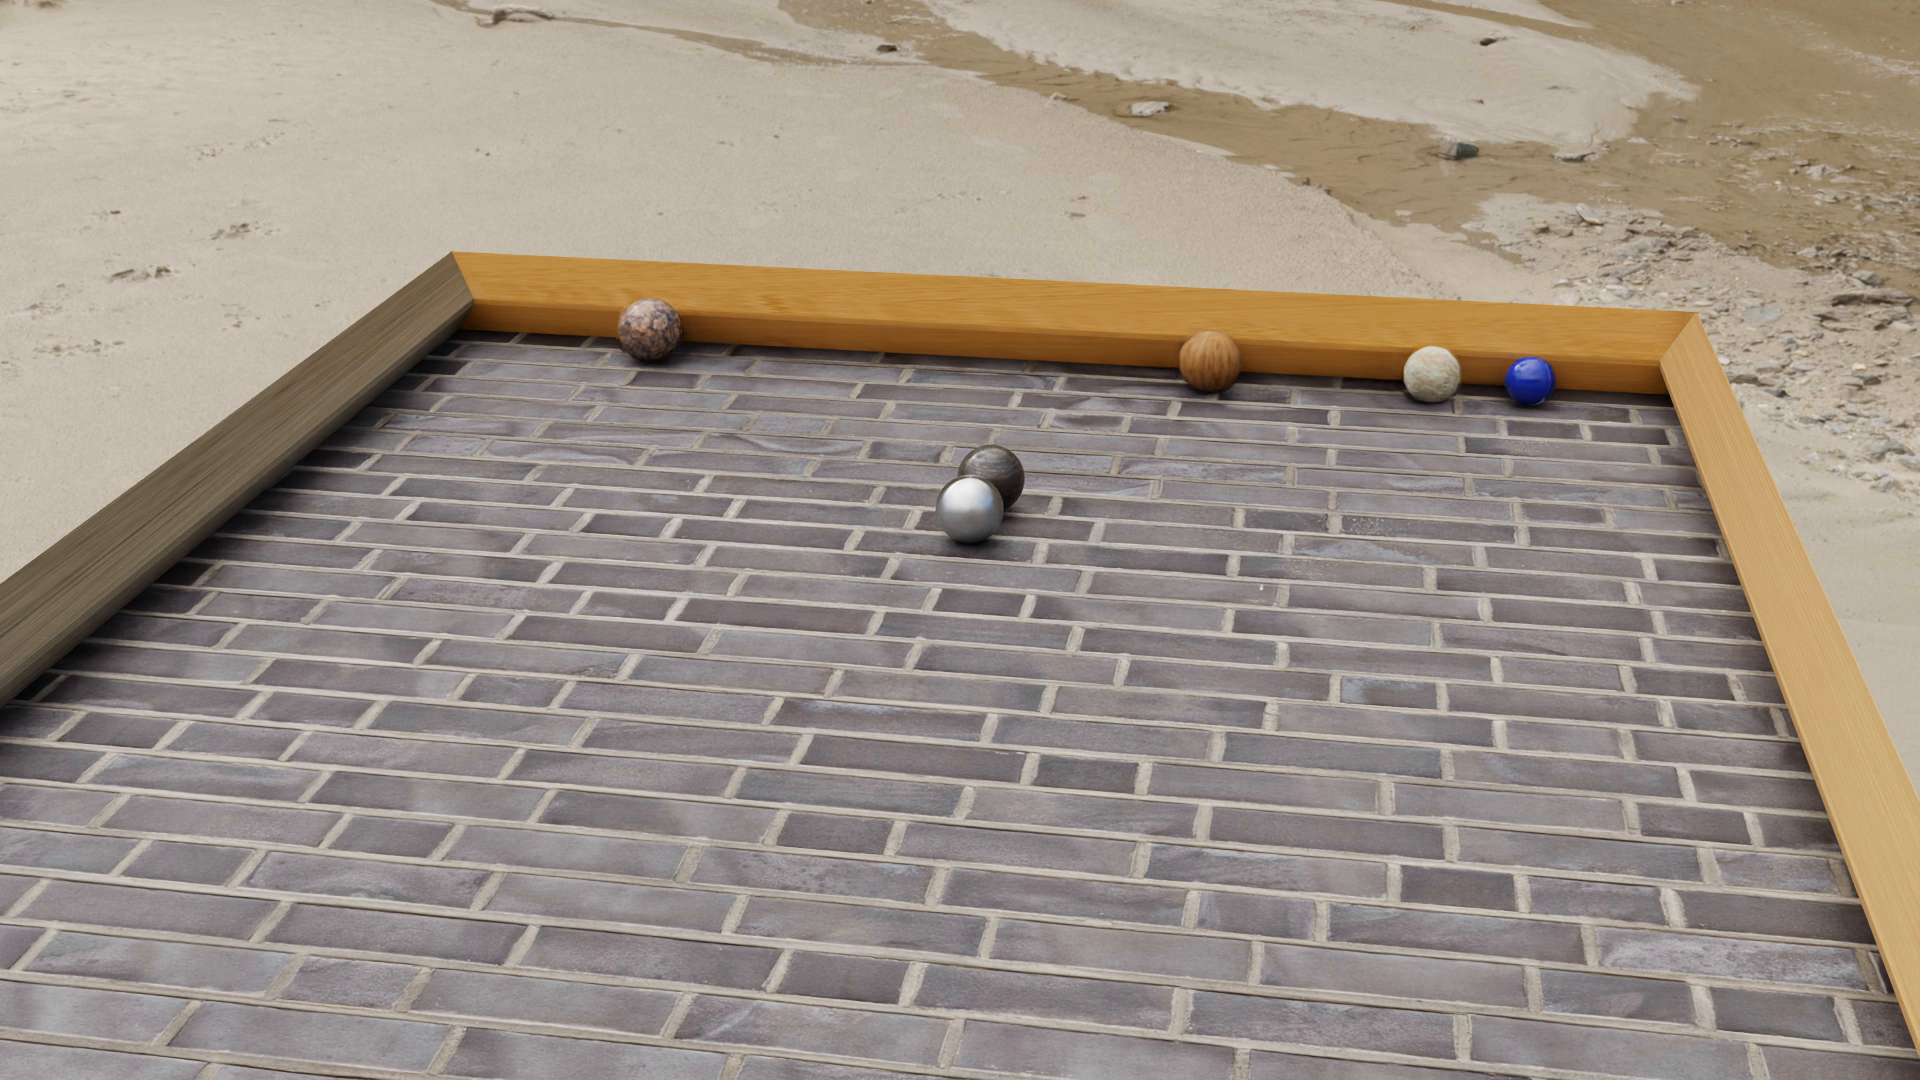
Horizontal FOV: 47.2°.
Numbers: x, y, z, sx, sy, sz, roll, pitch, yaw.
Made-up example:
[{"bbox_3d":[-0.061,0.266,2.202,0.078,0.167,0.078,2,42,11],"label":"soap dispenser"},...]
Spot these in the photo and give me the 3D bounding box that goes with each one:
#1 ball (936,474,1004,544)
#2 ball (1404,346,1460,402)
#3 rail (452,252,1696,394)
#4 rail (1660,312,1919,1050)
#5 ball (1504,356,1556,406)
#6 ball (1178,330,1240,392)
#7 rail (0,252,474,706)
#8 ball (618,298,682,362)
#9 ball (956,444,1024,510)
[{"bbox_3d":[0.010,-0.033,2.370,0.074,0.074,0.074,0,24,0],"label":"ball"},{"bbox_3d":[0.596,-0.209,2.776,0.071,0.071,0.071,0,24,0],"label":"ball"},{"bbox_3d":[0.111,-0.282,2.892,1.650,0.110,0.045,4,24,9],"label":"rail"},{"bbox_3d":[0.675,0.309,1.538,0.045,0.110,2.774,4,24,9],"label":"rail"},{"bbox_3d":[0.717,-0.200,2.767,0.062,0.062,0.062,0,24,0],"label":"ball"},{"bbox_3d":[0.319,-0.229,2.811,0.079,0.079,0.079,0,24,0],"label":"ball"},{"bbox_3d":[-0.905,0.203,1.781,0.045,0.110,2.774,4,24,9],"label":"rail"},{"bbox_3d":[-0.412,-0.279,2.919,0.084,0.084,0.084,0,24,0],"label":"ball"},{"bbox_3d":[0.034,-0.068,2.448,0.076,0.076,0.076,0,24,0],"label":"ball"}]
